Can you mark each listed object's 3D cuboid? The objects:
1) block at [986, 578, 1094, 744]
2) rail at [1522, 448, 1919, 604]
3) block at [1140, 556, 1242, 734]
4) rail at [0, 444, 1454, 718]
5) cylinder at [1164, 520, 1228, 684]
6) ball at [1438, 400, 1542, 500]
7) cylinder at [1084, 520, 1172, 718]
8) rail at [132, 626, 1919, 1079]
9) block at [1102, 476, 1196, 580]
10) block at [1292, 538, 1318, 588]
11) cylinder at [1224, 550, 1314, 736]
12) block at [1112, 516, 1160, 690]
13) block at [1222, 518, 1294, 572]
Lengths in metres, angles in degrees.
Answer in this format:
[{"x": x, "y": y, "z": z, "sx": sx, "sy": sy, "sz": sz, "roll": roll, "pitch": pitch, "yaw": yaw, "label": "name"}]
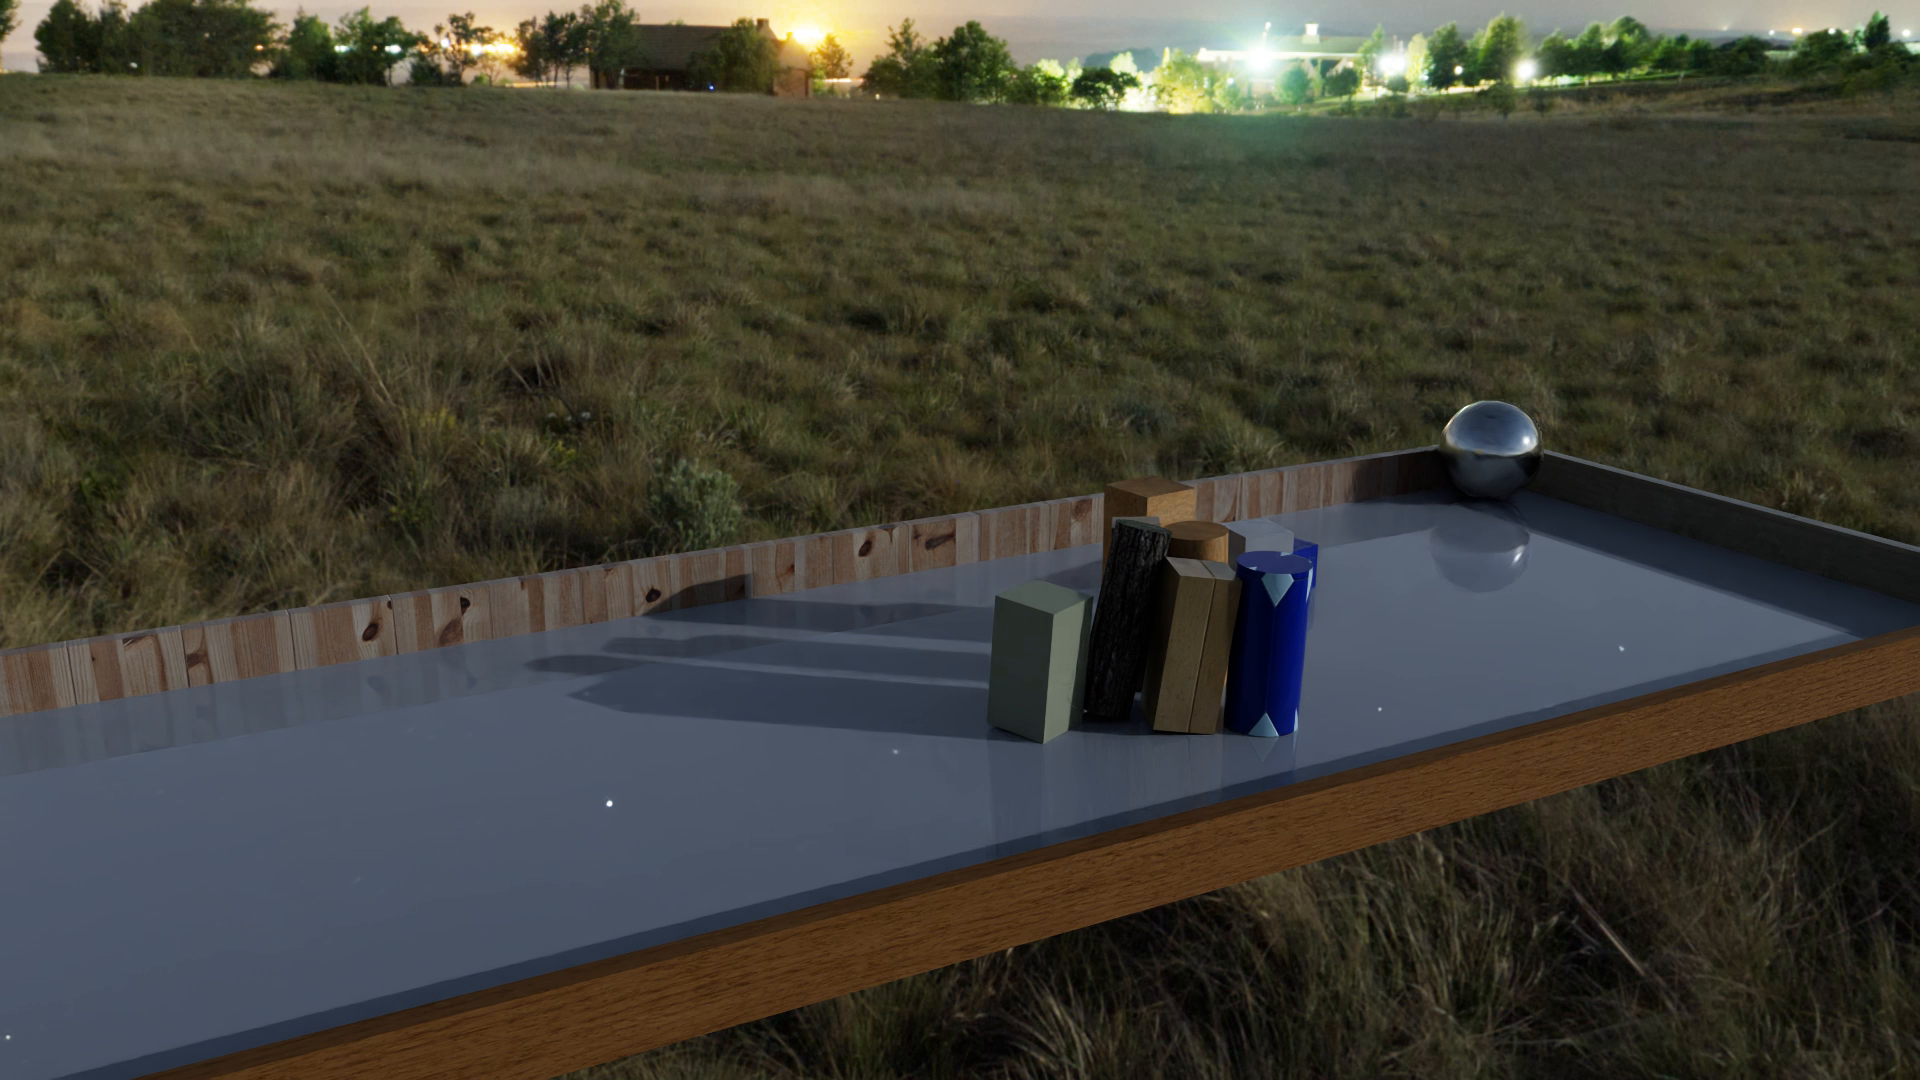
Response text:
[{"x": 0.184, "y": 0.278, "z": 3.824, "sx": 0.162, "sy": 0.319, "sz": 0.162, "roll": 17, "pitch": 23, "yaw": 34, "label": "block"}, {"x": 2.466, "y": -0.048, "z": 5.253, "sx": 0.050, "sy": 0.150, "sz": 2.100, "roll": -9, "pitch": 18, "yaw": -27, "label": "rail"}, {"x": 0.533, "y": 0.245, "z": 3.830, "sx": 0.147, "sy": 0.374, "sz": 0.147, "roll": 5, "pitch": 16, "yaw": -8, "label": "block"}, {"x": -3.305, "y": 0.497, "z": 3.399, "sx": 12.000, "sy": 0.150, "sz": 0.050, "roll": -9, "pitch": 18, "yaw": -27, "label": "rail"}, {"x": 0.583, "y": 0.163, "z": 4.095, "sx": 0.164, "sy": 0.391, "sz": 0.164, "roll": -2, "pitch": 17, "yaw": 1, "label": "cylinder"}, {"x": 1.869, "y": -0.318, "z": 5.819, "sx": 0.348, "sy": 0.348, "sz": 0.348, "roll": 0, "pitch": 16, "yaw": 0, "label": "ball"}, {"x": 0.385, "y": 0.185, "z": 3.896, "sx": 0.133, "sy": 0.449, "sz": 0.133, "roll": 12, "pitch": 9, "yaw": -2, "label": "cylinder"}, {"x": -2.336, "y": 1.006, "z": 1.665, "sx": 12.000, "sy": 0.150, "sz": 0.050, "roll": -9, "pitch": 18, "yaw": -27, "label": "rail"}, {"x": 0.499, "y": 0.062, "z": 4.391, "sx": 0.169, "sy": 0.424, "sz": 0.169, "roll": -11, "pitch": 20, "yaw": -34, "label": "block"}, {"x": 0.873, "y": 0.095, "z": 4.798, "sx": 0.361, "sy": 0.131, "sz": 0.131, "roll": -14, "pitch": 21, "yaw": -39, "label": "block"}, {"x": 0.714, "y": 0.239, "z": 3.829, "sx": 0.174, "sy": 0.395, "sz": 0.174, "roll": 2, "pitch": 17, "yaw": 0, "label": "cylinder"}, {"x": 0.438, "y": 0.156, "z": 4.078, "sx": 0.116, "sy": 0.411, "sz": 0.116, "roll": -1, "pitch": 14, "yaw": 6, "label": "block"}, {"x": 0.785, "y": 0.115, "z": 4.420, "sx": 0.145, "sy": 0.307, "sz": 0.145, "roll": -6, "pitch": 17, "yaw": -20, "label": "block"}]
